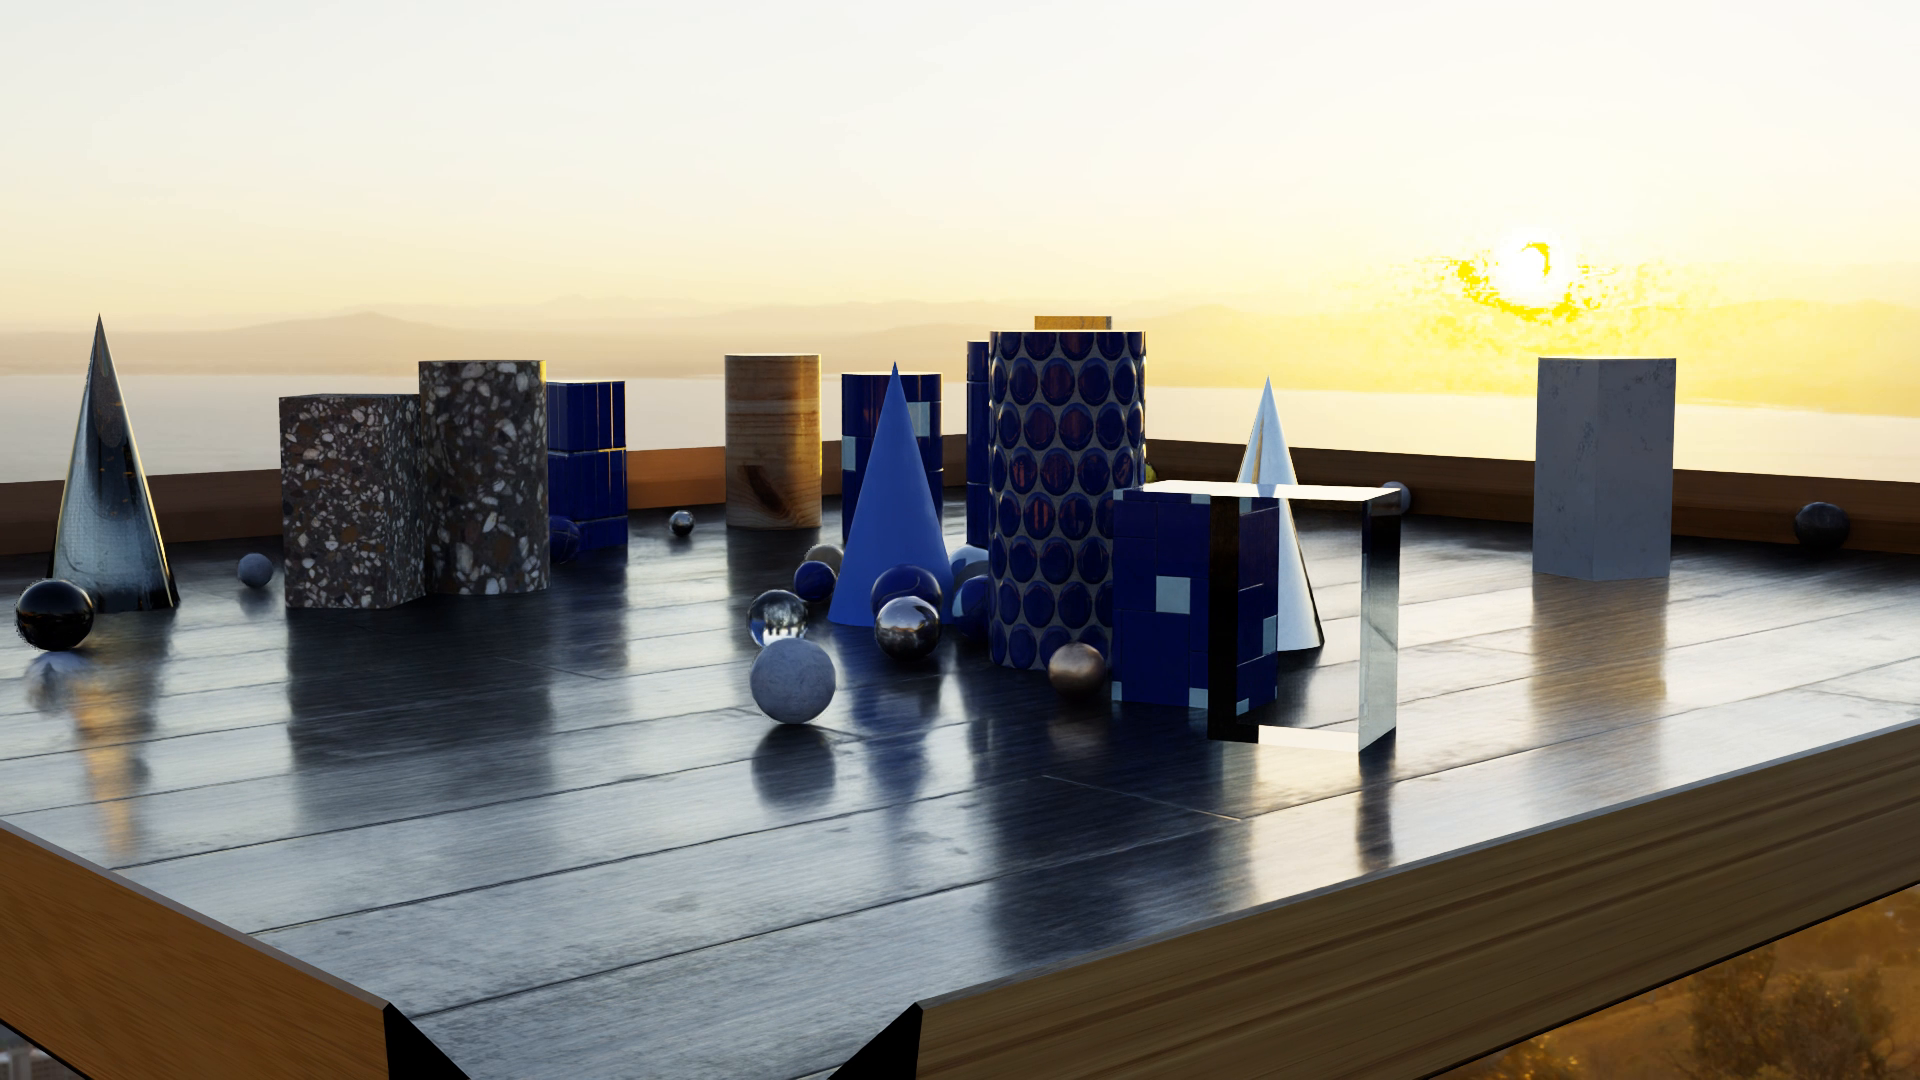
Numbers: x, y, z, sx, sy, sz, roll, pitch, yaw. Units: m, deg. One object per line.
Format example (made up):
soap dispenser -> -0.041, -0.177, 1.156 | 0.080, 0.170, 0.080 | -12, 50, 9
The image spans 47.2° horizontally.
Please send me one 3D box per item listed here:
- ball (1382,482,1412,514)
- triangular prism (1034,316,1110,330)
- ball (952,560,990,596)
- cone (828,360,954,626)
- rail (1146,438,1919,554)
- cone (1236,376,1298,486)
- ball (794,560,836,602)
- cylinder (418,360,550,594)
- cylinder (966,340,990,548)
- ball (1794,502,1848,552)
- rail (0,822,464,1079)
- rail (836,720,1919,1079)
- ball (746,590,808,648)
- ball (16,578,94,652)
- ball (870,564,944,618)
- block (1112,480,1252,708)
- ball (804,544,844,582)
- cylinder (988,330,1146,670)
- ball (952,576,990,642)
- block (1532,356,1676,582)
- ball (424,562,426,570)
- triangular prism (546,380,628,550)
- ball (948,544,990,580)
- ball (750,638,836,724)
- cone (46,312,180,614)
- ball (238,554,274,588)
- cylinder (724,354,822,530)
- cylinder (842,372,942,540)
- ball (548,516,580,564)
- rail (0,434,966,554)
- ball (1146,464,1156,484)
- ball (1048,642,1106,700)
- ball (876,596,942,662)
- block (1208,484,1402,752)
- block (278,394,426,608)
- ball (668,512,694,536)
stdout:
ball -> 0.950, -0.091, 4.810 | 0.075, 0.075, 0.075 | 0, 6, 0
triangular prism -> 0.260, -0.228, 4.380 | 0.173, 0.435, 0.150 | 4, 7, 35
ball -> 0.034, 0.074, 3.162 | 0.089, 0.089, 0.089 | 0, 6, 0
cone -> -0.094, -0.074, 3.189 | 0.200, 0.375, 0.200 | 0, 6, 0
rail -> 1.290, -0.089, 4.515 | 0.045, 0.130, 3.414 | -5, 8, -42
cone -> 0.422, -0.049, 3.028 | 0.200, 0.359, 0.200 | 0, 6, 0
ball -> -0.223, 0.064, 3.367 | 0.065, 0.065, 0.065 | 0, 6, 0
cylinder -> -0.767, -0.106, 3.548 | 0.200, 0.365, 0.200 | 0, 6, 0
cylinder -> 0.110, -0.130, 3.631 | 0.200, 0.396, 0.200 | 0, 6, 0
ball -> 1.599, -0.025, 4.087 | 0.092, 0.092, 0.092 | 0, 6, 0
rail -> -1.290, 0.157, 2.148 | 0.045, 0.130, 3.414 | -5, 8, -42
rail -> 1.141, 0.162, 2.101 | 3.557, 0.130, 0.045 | -5, 8, -42
ball -> -0.240, 0.106, 2.889 | 0.081, 0.081, 0.081 | 0, 6, 0
ball -> -1.187, 0.099, 2.885 | 0.095, 0.095, 0.095 | 0, 6, 0
ball -> -0.073, 0.082, 3.021 | 0.100, 0.100, 0.100 | 0, 6, 0
block -> 0.283, 0.060, 2.549 | 0.160, 0.242, 0.160 | 3, 7, 29
ball -> -0.215, 0.044, 3.525 | 0.072, 0.072, 0.072 | 0, 6, 0
cylinder -> 0.136, -0.056, 2.805 | 0.200, 0.420, 0.200 | 0, 6, 0
ball -> 0.033, 0.092, 2.970 | 0.090, 0.090, 0.090 | 0, 6, 0
block -> 1.090, -0.126, 3.725 | 0.160, 0.367, 0.160 | -2, 6, -23
ball -> -0.893, 0.042, 3.503 | 0.079, 0.079, 0.079 | 0, 6, 0
triangular prism -> -0.705, -0.146, 4.187 | 0.150, 0.313, 0.173 | -4, 7, -33
ball -> 0.020, 0.056, 3.281 | 0.099, 0.099, 0.099 | 0, 6, 0
ball -> -0.181, 0.152, 2.379 | 0.094, 0.094, 0.094 | 0, 6, 0
cone -> -1.292, -0.122, 3.323 | 0.200, 0.445, 0.200 | 0, 6, 0
ball -> -1.138, 0.049, 3.552 | 0.055, 0.055, 0.055 | 0, 6, 0
cylinder -> -0.388, -0.208, 4.572 | 0.200, 0.355, 0.200 | 0, 6, 0
cylinder -> -0.134, -0.168, 4.343 | 0.200, 0.323, 0.200 | 0, 6, 0
ball -> -0.714, 0.000, 3.885 | 0.085, 0.085, 0.085 | 0, 6, 0
rail -> -1.141, -0.094, 4.562 | 3.557, 0.130, 0.045 | -5, 8, -42
ball -> 0.437, -0.150, 5.356 | 0.079, 0.079, 0.079 | 0, 6, 0
ball -> 0.134, 0.150, 2.522 | 0.067, 0.067, 0.067 | 0, 6, 0
ball -> -0.066, 0.113, 2.801 | 0.085, 0.085, 0.085 | 0, 6, 0
block -> 0.364, 0.077, 2.319 | 0.160, 0.256, 0.160 | 3, 7, 25
block -> -0.930, -0.063, 3.376 | 0.160, 0.316, 0.160 | 1, 6, 7
ball -> -0.551, -0.031, 4.354 | 0.050, 0.050, 0.050 | 0, 6, 0
